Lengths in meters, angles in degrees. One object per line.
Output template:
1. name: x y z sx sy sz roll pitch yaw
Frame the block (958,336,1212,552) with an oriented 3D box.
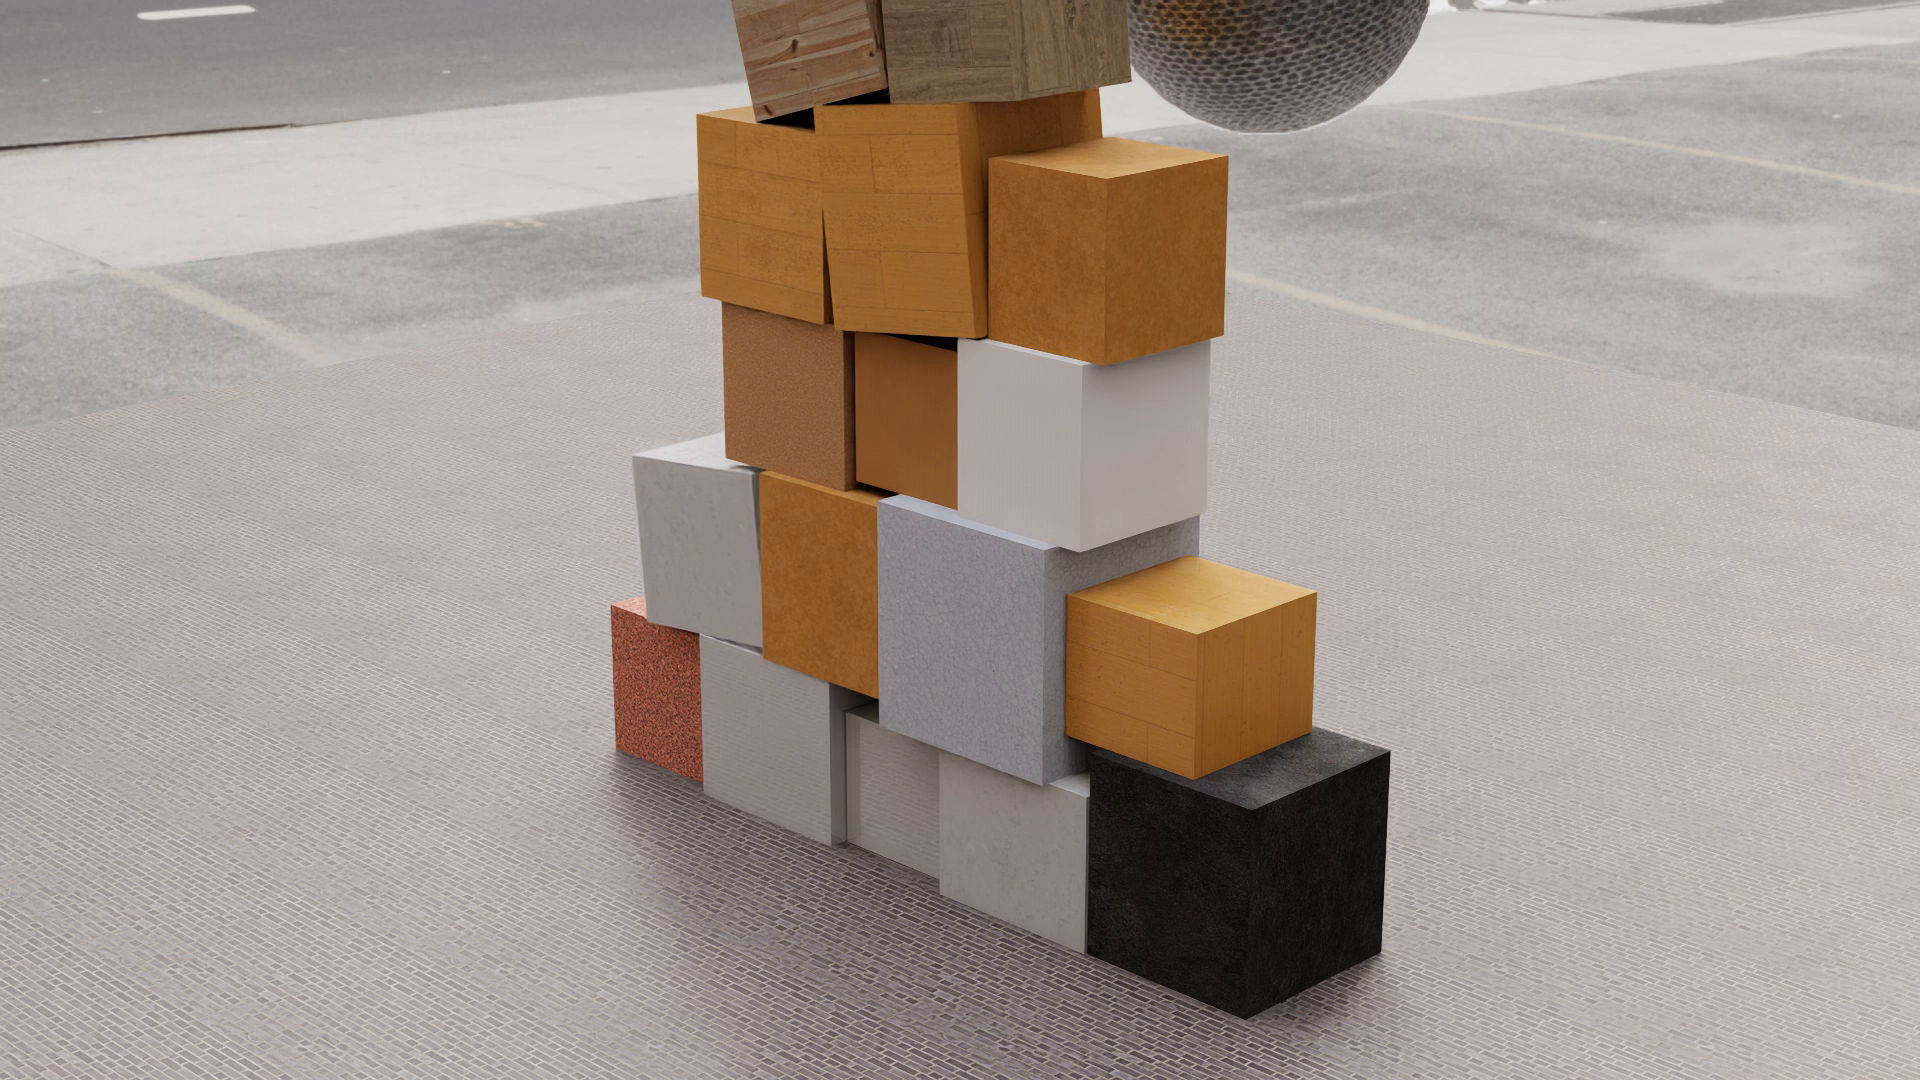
1. block: 0.531 -0.492 12.602 0.811 0.801 0.719 -17 24 -42

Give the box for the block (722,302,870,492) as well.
1. block: -0.538 -0.747 13.658 0.813 0.761 0.782 16 24 42

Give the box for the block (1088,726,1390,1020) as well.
1. block: 1.186 1.340 12.526 0.916 0.933 0.882 -17 24 -42

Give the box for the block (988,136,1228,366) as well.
1. block: 0.621 -1.228 12.321 0.755 0.770 0.662 -17 24 -42

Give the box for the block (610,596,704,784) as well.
1. block: -1.212 0.694 14.847 0.762 0.773 0.777 -17 24 -42

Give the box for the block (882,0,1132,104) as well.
1. block: 0.183 -2.300 12.432 0.725 0.803 0.738 -17 17 -42

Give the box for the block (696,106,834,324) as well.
1. block: -0.602 -1.542 13.502 0.837 0.848 0.861 16 24 42

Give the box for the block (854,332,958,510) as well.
1. block: 0.026 -0.603 13.109 0.688 0.708 0.707 -17 24 -42

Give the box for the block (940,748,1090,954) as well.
1. block: 0.537 1.251 13.145 0.892 0.730 0.888 -17 24 -42

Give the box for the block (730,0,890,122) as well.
1. block: -0.418 -2.329 13.050 0.778 0.714 0.859 -17 8 -43

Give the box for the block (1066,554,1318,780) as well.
1. block: 0.982 0.527 12.498 0.778 0.635 0.725 -17 24 -42

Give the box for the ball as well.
1. ball: 1.467 -2.749 14.015 1.600 1.600 1.600 0 17 0

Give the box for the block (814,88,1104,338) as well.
1. block: 0.025 -1.462 12.853 0.876 0.983 0.887 7 18 45

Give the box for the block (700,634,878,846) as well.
1. block: -0.615 0.852 14.252 0.919 0.828 0.895 17 24 42

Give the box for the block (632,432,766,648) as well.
1. block: -0.953 -0.043 14.315 0.880 0.841 0.861 10 19 44

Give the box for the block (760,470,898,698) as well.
1. block: -0.315 0.113 13.705 0.825 0.910 0.906 16 24 42

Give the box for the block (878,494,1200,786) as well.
1. block: 0.347 0.335 13.075 0.999 1.060 1.015 -17 24 -42

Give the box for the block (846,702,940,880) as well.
1. block: -0.030 1.113 13.715 0.692 0.653 0.721 -17 24 -42
